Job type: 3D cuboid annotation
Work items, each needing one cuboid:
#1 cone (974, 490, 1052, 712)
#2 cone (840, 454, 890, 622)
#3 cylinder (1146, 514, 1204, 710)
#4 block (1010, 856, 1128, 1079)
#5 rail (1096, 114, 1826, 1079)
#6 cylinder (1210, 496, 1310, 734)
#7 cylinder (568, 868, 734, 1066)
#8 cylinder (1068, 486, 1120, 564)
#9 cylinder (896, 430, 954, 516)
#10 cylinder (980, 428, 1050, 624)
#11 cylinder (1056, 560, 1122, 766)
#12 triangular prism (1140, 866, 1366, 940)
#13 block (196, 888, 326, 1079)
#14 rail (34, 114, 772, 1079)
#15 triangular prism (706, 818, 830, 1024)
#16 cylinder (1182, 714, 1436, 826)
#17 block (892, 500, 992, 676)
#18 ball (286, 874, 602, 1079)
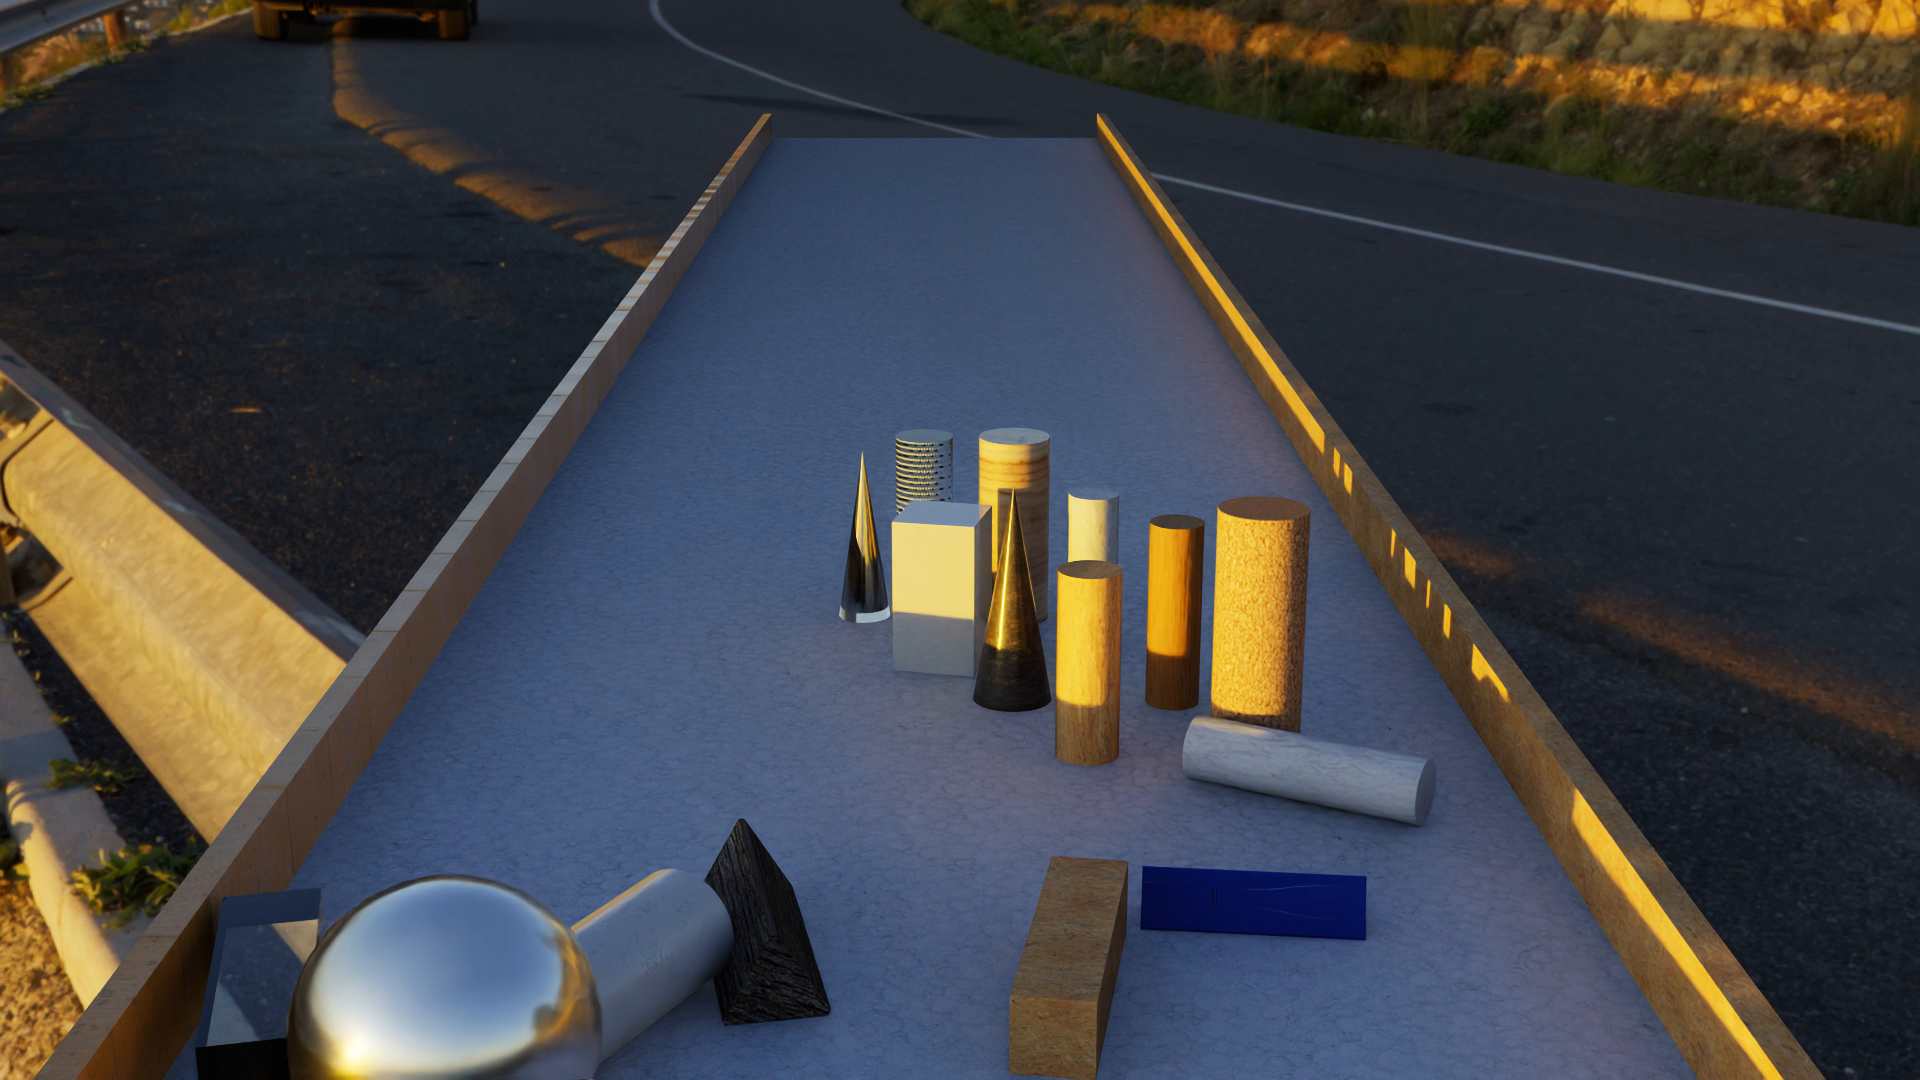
[{"bbox_3d":[0.100,0.101,4.150,0.150,0.421,0.150,0,17,0],"label":"cone"},{"bbox_3d":[-0.204,-0.014,4.640,0.109,0.361,0.109,0,17,0],"label":"cone"},{"bbox_3d":[0.404,0.137,4.144,0.101,0.355,0.101,0,17,0],"label":"cylinder"},{"bbox_3d":[0.156,0.586,3.059,0.113,0.113,0.434,3,17,9],"label":"block"},{"bbox_3d":[0.932,-0.844,7.801,0.050,0.150,12.000,0,17,-1],"label":"rail"},{"bbox_3d":[0.525,0.166,3.862,0.159,0.460,0.159,0,16,0],"label":"cylinder"},{"bbox_3d":[-0.466,0.585,2.963,0.170,0.170,0.327,8,19,26],"label":"cylinder"},{"bbox_3d":[0.265,0.069,4.407,0.101,0.336,0.101,0,17,0],"label":"cylinder"},{"bbox_3d":[-0.079,-0.074,4.904,0.128,0.325,0.128,0,17,0],"label":"cylinder"},{"bbox_3d":[0.113,-0.027,4.628,0.148,0.393,0.148,0,17,0],"label":"cylinder"},{"bbox_3d":[0.227,0.217,3.890,0.114,0.346,0.114,0,17,0],"label":"cylinder"},{"bbox_3d":[0.438,0.532,3.289,0.331,0.080,0.092,2,16,6],"label":"triangular prism"},{"bbox_3d":[-0.918,0.619,2.915,0.132,0.132,0.429,-4,17,-13],"label":"block"},{"bbox_3d":[-1.118,-0.838,7.780,0.050,0.150,12.000,0,17,-1],"label":"rail"},{"bbox_3d":[-0.292,0.539,3.178,0.147,0.127,0.397,-4,17,-11],"label":"triangular prism"},{"bbox_3d":[0.589,0.387,3.727,0.413,0.112,0.112,9,19,28],"label":"cylinder"},{"bbox_3d":[-0.034,0.094,4.375,0.164,0.306,0.164,4,17,13],"label":"block"},{"bbox_3d":[-0.613,0.584,2.622,0.367,0.367,0.367,0,17,0],"label":"ball"}]
